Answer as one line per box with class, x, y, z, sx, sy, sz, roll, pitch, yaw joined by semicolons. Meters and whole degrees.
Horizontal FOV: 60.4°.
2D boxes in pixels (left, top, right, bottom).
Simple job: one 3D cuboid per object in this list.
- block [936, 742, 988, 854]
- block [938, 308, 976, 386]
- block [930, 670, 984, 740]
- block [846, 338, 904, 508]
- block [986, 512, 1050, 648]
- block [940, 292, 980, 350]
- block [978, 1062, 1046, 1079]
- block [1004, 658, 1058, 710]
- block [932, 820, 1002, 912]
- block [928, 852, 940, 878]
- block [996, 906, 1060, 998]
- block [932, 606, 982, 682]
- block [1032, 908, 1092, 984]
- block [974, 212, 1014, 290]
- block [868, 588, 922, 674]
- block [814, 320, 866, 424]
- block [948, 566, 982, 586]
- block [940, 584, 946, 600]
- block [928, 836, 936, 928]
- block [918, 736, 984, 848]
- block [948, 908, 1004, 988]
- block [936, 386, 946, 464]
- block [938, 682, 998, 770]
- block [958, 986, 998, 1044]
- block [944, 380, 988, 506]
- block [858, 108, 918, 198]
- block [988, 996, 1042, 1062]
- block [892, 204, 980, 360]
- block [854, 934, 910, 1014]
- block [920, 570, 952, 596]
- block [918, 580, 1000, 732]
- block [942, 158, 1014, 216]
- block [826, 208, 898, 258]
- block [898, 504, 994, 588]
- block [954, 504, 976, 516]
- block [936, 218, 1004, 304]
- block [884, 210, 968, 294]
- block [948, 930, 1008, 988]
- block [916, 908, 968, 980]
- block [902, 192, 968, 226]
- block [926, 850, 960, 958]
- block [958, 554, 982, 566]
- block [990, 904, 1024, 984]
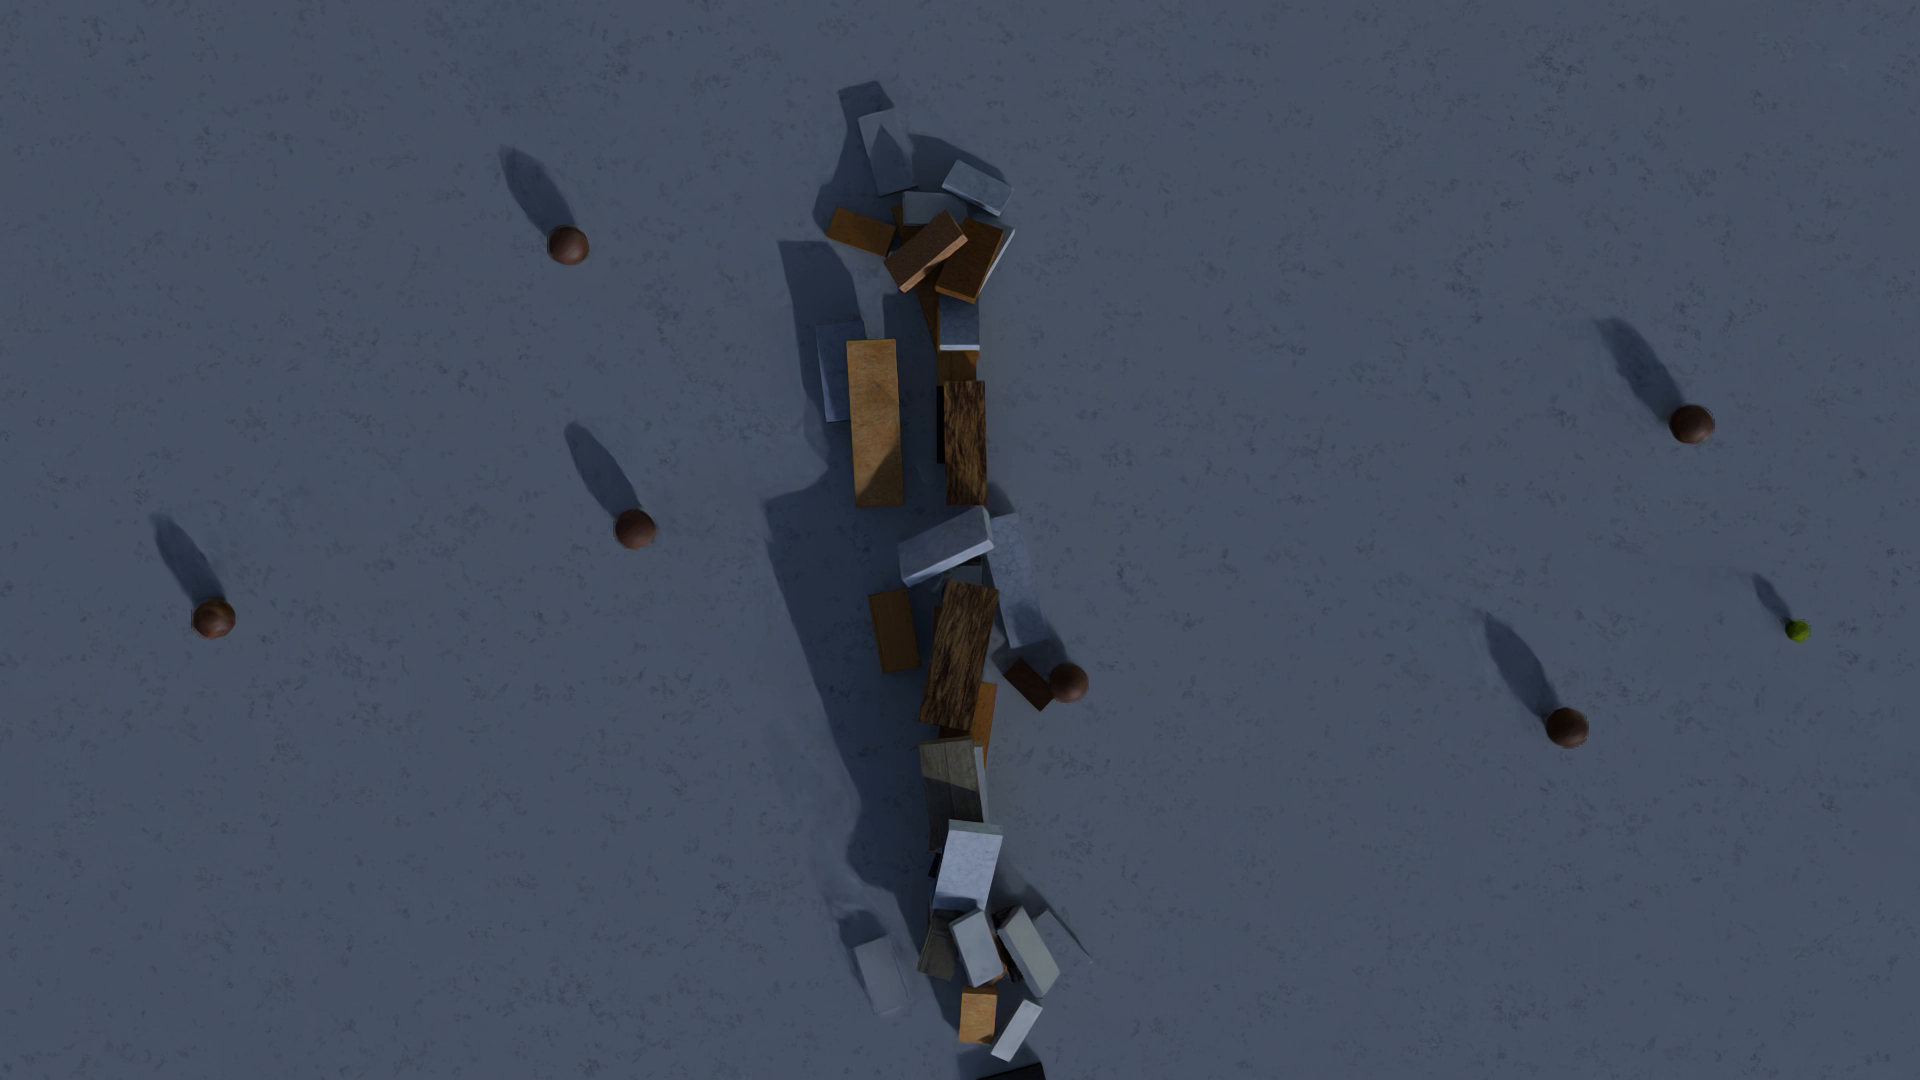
block;-0.001;0.831;5.312;0.173;0.049;0.346;-4;100;2
block;-0.010;-0.635;5.444;0.128;0.036;0.257;0;90;0
block;-0.011;0.583;5.438;0.166;0.047;0.331;4;76;1
block;-0.278;-0.384;5.435;0.161;0.046;0.549;-3;99;-1
block;0.178;0.134;5.481;0.132;0.037;0.434;-14;90;0
block;-0.001;-0.744;5.398;0.128;0.036;0.257;0;69;0
block;0.172;1.826;5.484;0.236;0.032;0.114;-15;90;0
block;0.234;0.481;5.488;0.171;0.024;0.086;44;90;0
block;0.021;1.047;5.282;0.172;0.049;0.344;7;122;-6
block;-0.009;1.006;5.386;0.117;0.033;0.233;21;89;1
block;0.225;1.346;5.396;0.037;0.132;0.265;-24;100;35
block;-0.008;0.388;5.437;0.166;0.047;0.331;2;76;0
block;0.320;1.348;5.484;0.114;0.032;0.229;-41;90;0
block;0.058;-0.940;5.431;0.135;0.038;0.270;27;73;10
block;-0.217;0.301;5.481;0.132;0.037;0.265;-11;90;0
block;-0.381;-0.558;5.477;0.161;0.046;0.321;-7;90;0
block;0.015;0.197;5.386;0.112;0.032;0.224;0;80;-1
block;0.002;0.218;5.438;0.112;0.032;0.224;-10;68;-5
block;-0.013;0.989;5.476;0.173;0.049;0.724;1;90;0
block;-0.023;0.803;5.258;0.172;0.049;0.344;-7;100;3
block;0.054;1.319;5.333;0.114;0.032;0.229;-23;103;-20
block;-0.014;-0.384;5.482;0.128;0.036;0.256;0;90;0
block;0.015;0.621;5.351;0.166;0.047;0.331;8;91;0
block;0.059;1.563;5.427;0.114;0.032;0.229;3;121;0
block;0.018;-0.317;5.412;0.135;0.038;0.406;-1;92;0
block;-0.239;-1.287;5.481;0.135;0.038;0.270;-16;90;0
block;0.183;1.622;5.470;0.086;0.024;0.212;32;90;-27
block;-0.081;-0.853;5.481;0.135;0.038;0.563;-17;90;0
block;-0.260;1.445;5.481;0.117;0.033;0.233;-18;90;-2
block;-0.103;0.105;5.425;0.024;0.171;0.085;23;99;-43
block;-0.004;0.372;5.314;0.172;0.049;0.466;12;80;1
block;0.059;-1.166;5.465;0.213;0.030;0.107;27;67;0
block;-0.325;-1.018;5.466;0.213;0.030;0.107;20;91;10
block;-0.048;0.019;5.386;0.321;0.046;0.161;-25;45;16
block;0.014;-0.129;5.447;0.069;0.020;0.138;-5;86;0
block;0.032;-0.912;5.380;0.135;0.038;0.270;20;72;8
block;-0.114;-0.945;5.395;0.270;0.038;0.135;-38;55;12
block;0.073;1.335;5.378;0.114;0.032;0.229;-41;108;-15
block;-0.052;1.307;5.386;0.117;0.033;0.233;17;90;0
block;-0.083;-1.090;5.446;0.213;0.030;0.107;-1;84;-19
block;-0.014;1.194;5.427;0.173;0.049;0.346;-4;90;0
block;0.012;0.069;5.452;0.112;0.032;0.224;-4;74;-2
block;0.180;1.325;5.415;0.032;0.114;0.229;-24;79;33
